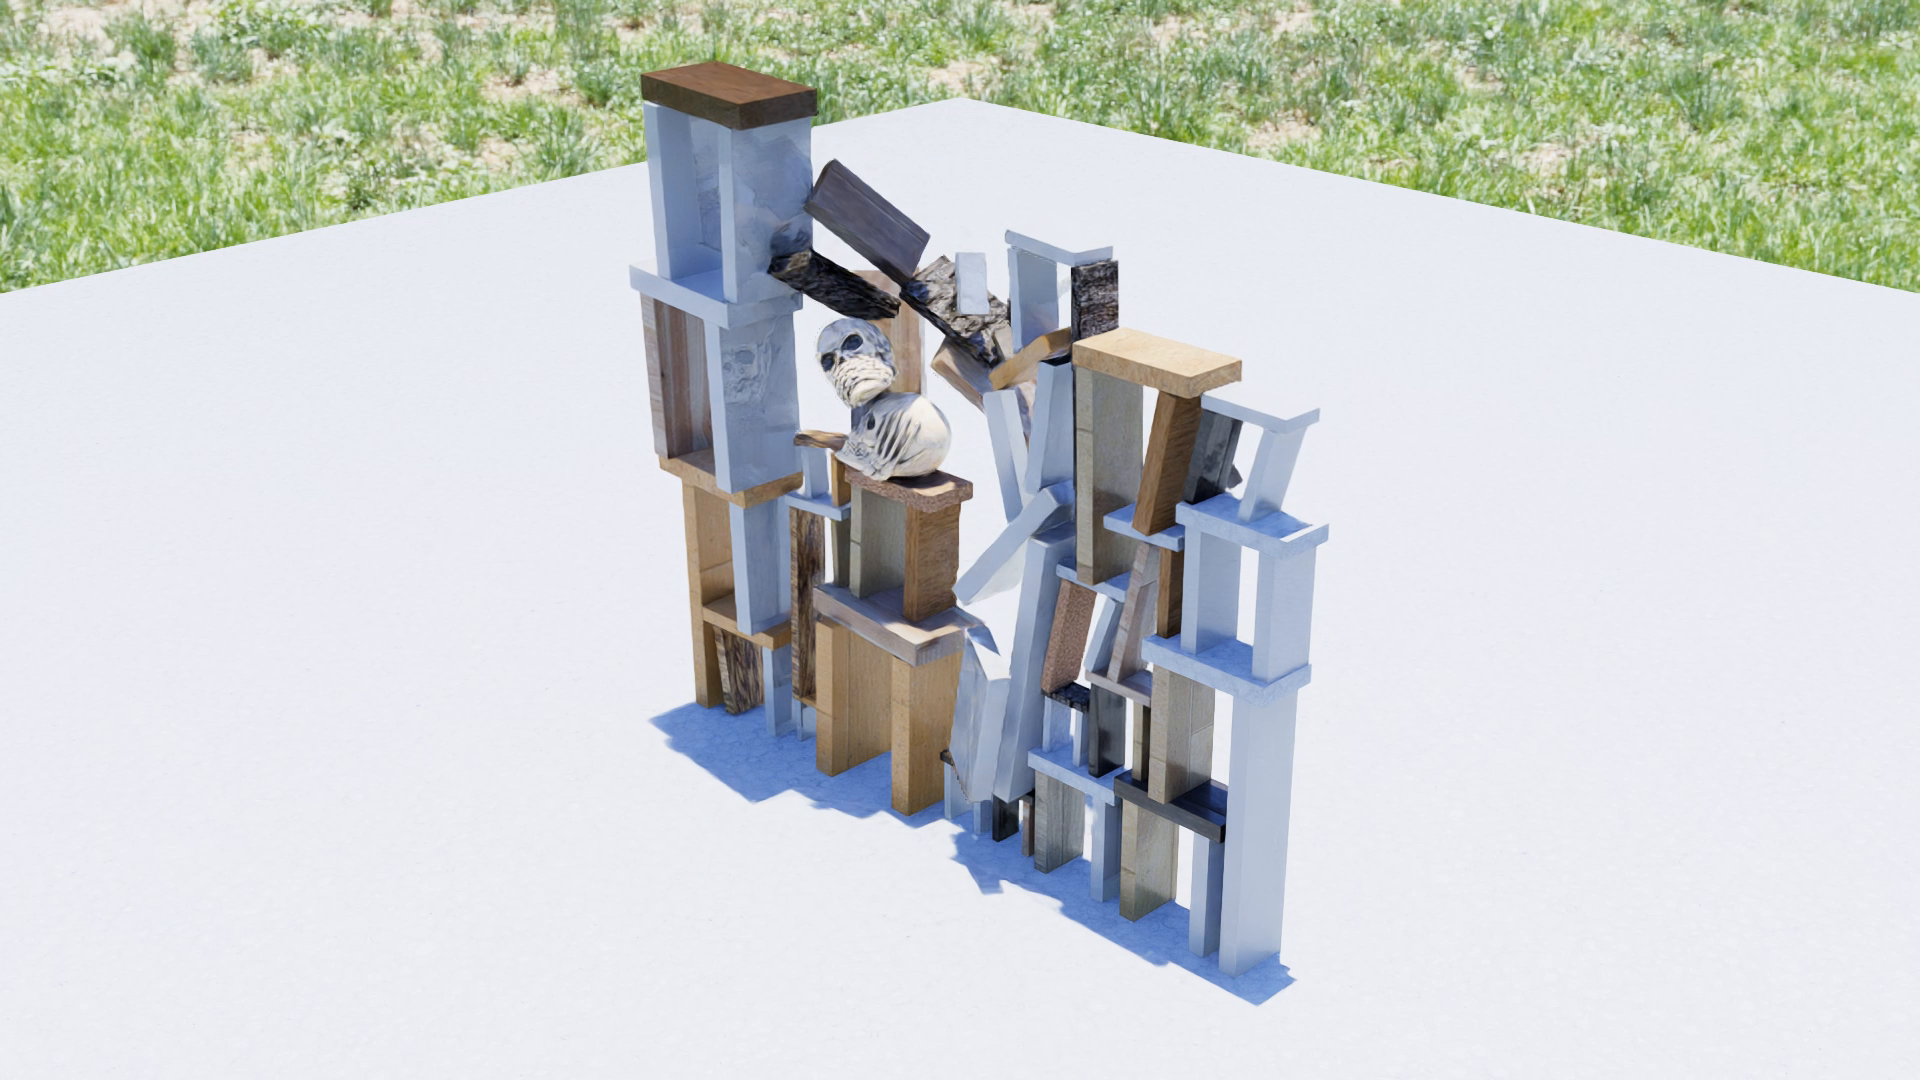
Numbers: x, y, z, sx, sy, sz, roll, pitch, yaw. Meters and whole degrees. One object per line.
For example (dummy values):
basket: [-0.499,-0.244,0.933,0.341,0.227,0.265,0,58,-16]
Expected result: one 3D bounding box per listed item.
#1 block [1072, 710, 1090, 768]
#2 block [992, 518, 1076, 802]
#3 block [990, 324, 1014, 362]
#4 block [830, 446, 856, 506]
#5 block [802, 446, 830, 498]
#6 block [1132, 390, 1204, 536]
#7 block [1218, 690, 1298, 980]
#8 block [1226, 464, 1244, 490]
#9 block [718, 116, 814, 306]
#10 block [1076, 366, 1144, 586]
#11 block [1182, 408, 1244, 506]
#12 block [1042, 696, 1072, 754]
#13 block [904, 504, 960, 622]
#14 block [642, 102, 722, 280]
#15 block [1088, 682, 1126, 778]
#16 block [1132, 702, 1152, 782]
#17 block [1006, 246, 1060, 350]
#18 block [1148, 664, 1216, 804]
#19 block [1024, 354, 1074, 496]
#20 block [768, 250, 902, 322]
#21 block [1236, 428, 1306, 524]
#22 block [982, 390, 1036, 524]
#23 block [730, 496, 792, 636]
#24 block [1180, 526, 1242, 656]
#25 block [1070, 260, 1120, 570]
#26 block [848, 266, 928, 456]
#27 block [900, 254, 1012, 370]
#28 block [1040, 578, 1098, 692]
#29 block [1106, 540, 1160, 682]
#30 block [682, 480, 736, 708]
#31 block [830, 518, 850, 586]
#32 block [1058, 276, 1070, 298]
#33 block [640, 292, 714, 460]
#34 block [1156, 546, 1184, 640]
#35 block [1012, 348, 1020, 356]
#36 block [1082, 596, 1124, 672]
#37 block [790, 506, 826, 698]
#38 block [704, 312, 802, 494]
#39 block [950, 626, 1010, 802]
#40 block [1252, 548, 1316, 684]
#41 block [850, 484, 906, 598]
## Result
block: [0.240,0.362,4.119,0.059,0.117,0.017,-21,33,-41]
block: [0.160,0.229,4.148,0.043,0.564,0.153,29,35,34]
block: [0.120,-0.389,4.213,0.116,0.058,0.016,-24,-1,-27]
block: [-0.235,-0.129,4.446,0.016,0.112,0.056,14,26,37]
block: [-0.295,-0.147,4.490,0.016,0.113,0.056,12,25,37]
block: [0.373,-0.145,3.755,0.133,0.266,0.038,-21,42,-40]
block: [0.524,0.505,3.866,0.134,0.551,0.038,-21,31,-41]
block: [0.404,-0.053,4.335,0.295,0.042,0.148,-27,-4,-23]
block: [-0.371,-0.639,4.230,0.176,0.351,0.050,-17,32,-31]
block: [0.265,-0.126,3.883,0.133,0.399,0.038,-21,28,-40]
block: [0.428,-0.150,3.700,0.088,0.176,0.025,-21,44,-40]
block: [0.185,0.341,4.170,0.059,0.117,0.017,-21,33,-41]
block: [-0.055,0.031,4.357,0.034,0.241,0.121,21,29,37]
block: [-0.530,-0.710,4.393,0.175,0.351,0.050,-19,30,-34]
block: [0.274,0.341,4.076,0.078,0.191,0.022,-21,30,-41]
block: [0.348,0.354,4.002,0.078,0.156,0.022,-21,30,-41]
block: [0.133,-0.441,3.946,0.091,0.182,0.026,-19,26,-34]
block: [0.398,0.325,3.926,0.038,0.267,0.134,21,31,40]
block: [0.179,-0.210,3.979,0.035,0.245,0.122,20,24,34]
block: [-0.243,-0.491,4.276,0.121,0.034,0.241,-3,-21,46]
block: [0.514,-0.116,3.622,0.088,0.176,0.025,-21,46,-41]
block: [0.096,-0.156,4.106,0.035,0.245,0.122,-11,1,15]
block: [-0.405,0.036,4.633,0.043,0.304,0.152,21,33,39]
block: [0.434,0.071,3.788,0.033,0.232,0.116,21,31,41]
block: [0.242,-0.215,3.891,0.091,0.555,0.026,-18,25,-37]
block: [-0.146,-0.358,4.422,0.148,0.368,0.042,-2,-3,13]
block: [0.012,-0.442,4.266,0.241,0.034,0.121,40,60,17]
block: [0.205,0.165,4.078,0.083,0.245,0.023,-21,43,-40]
block: [0.328,0.117,3.925,0.085,0.298,0.024,-21,44,-40]
block: [-0.523,0.090,4.834,0.152,0.558,0.043,-21,30,-40]
block: [-0.224,0.012,4.515,0.078,0.156,0.022,-15,24,-31]
block: [0.184,-0.473,4.203,0.116,0.016,0.058,-39,12,-33]
block: [-0.566,-0.365,4.617,0.180,0.359,0.051,-20,30,-35]
block: [0.383,0.081,3.845,0.024,0.170,0.085,22,31,40]
block: [0.129,-0.385,4.020,0.014,0.098,0.049,35,32,32]
block: [0.280,0.160,3.993,0.083,0.166,0.023,-21,50,-40]
block: [-0.318,0.123,4.621,0.078,0.439,0.022,-21,32,-41]
block: [-0.415,-0.289,4.441,0.180,0.359,0.051,-20,31,-35]
block: [0.036,0.332,4.179,0.043,0.305,0.153,-4,38,-16]
block: [0.544,0.114,3.688,0.033,0.232,0.116,21,31,41]
block: [-0.163,-0.011,4.457,0.121,0.241,0.034,-15,28,-36]
